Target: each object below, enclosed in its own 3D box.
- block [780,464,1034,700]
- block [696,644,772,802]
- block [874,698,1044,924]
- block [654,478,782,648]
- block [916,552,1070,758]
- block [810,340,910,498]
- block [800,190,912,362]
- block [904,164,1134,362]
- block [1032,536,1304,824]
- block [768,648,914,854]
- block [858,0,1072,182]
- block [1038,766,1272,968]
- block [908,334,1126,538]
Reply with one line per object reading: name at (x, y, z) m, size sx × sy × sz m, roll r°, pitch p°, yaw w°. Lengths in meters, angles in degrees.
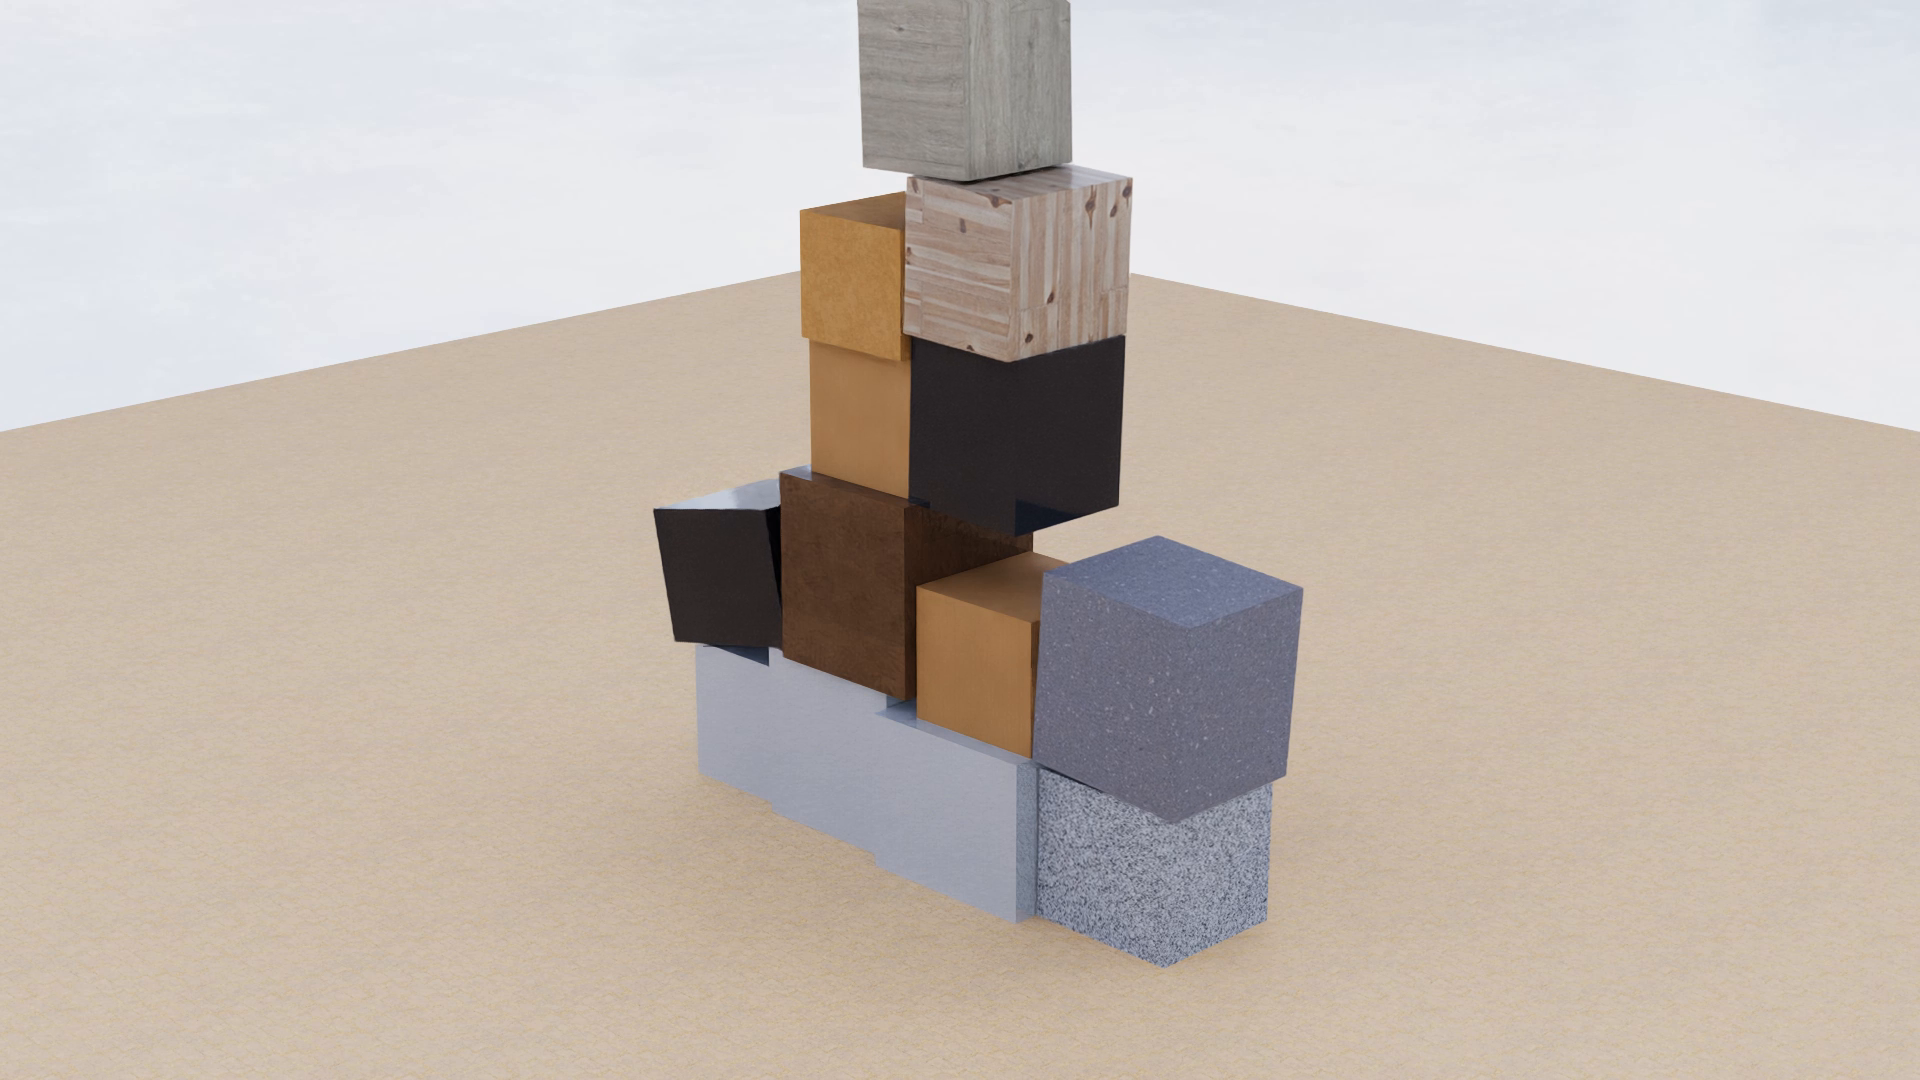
block at (-0.245, 0.117, 13.636) m, size 0.831 × 0.906 × 0.826 m, roll -17°, pitch 24°, yaw -42°
block at (-0.866, 0.827, 14.538) m, size 0.615 × 0.704 × 0.627 m, roll -17°, pitch 24°, yaw -42°
block at (0.243, 1.147, 13.442) m, size 0.896 × 0.751 × 0.903 m, roll -17°, pitch 24°, yaw -42°
block at (-0.883, 0.098, 14.309) m, size 0.775 × 0.667 × 0.846 m, roll -17°, pitch 12°, yaw -42°
block at (0.315, 0.503, 13.193) m, size 0.735 × 0.627 × 0.708 m, roll -17°, pitch 24°, yaw -42°
block at (-0.235, -0.622, 13.395) m, size 0.608 × 0.649 × 0.668 m, roll -17°, pitch 24°, yaw -42°
block at (-0.231, -1.204, 13.195) m, size 0.728 × 0.581 × 0.645 m, roll -17°, pitch 24°, yaw -42°
block at (0.250, -1.229, 12.680) m, size 0.749 × 0.692 × 0.630 m, roll -17°, pitch 26°, yaw -42°
block at (0.887, 0.581, 12.619) m, size 0.822 × 0.878 × 0.742 m, roll 21°, pitch 27°, yaw 40°
block at (-0.367, 0.918, 14.013) m, size 0.722 × 0.847 × 0.807 m, roll -17°, pitch 24°, yaw -42°
block at (0.024, -2.009, 12.687) m, size 0.665 × 0.773 × 0.632 m, roll -17°, pitch 22°, yaw -42°
block at (0.854, 1.340, 12.897) m, size 0.689 × 0.700 × 0.749 m, roll -17°, pitch 25°, yaw -42°
block at (0.247, -0.531, 12.913) m, size 0.667 × 0.781 × 0.658 m, roll -17°, pitch 26°, yaw -42°
